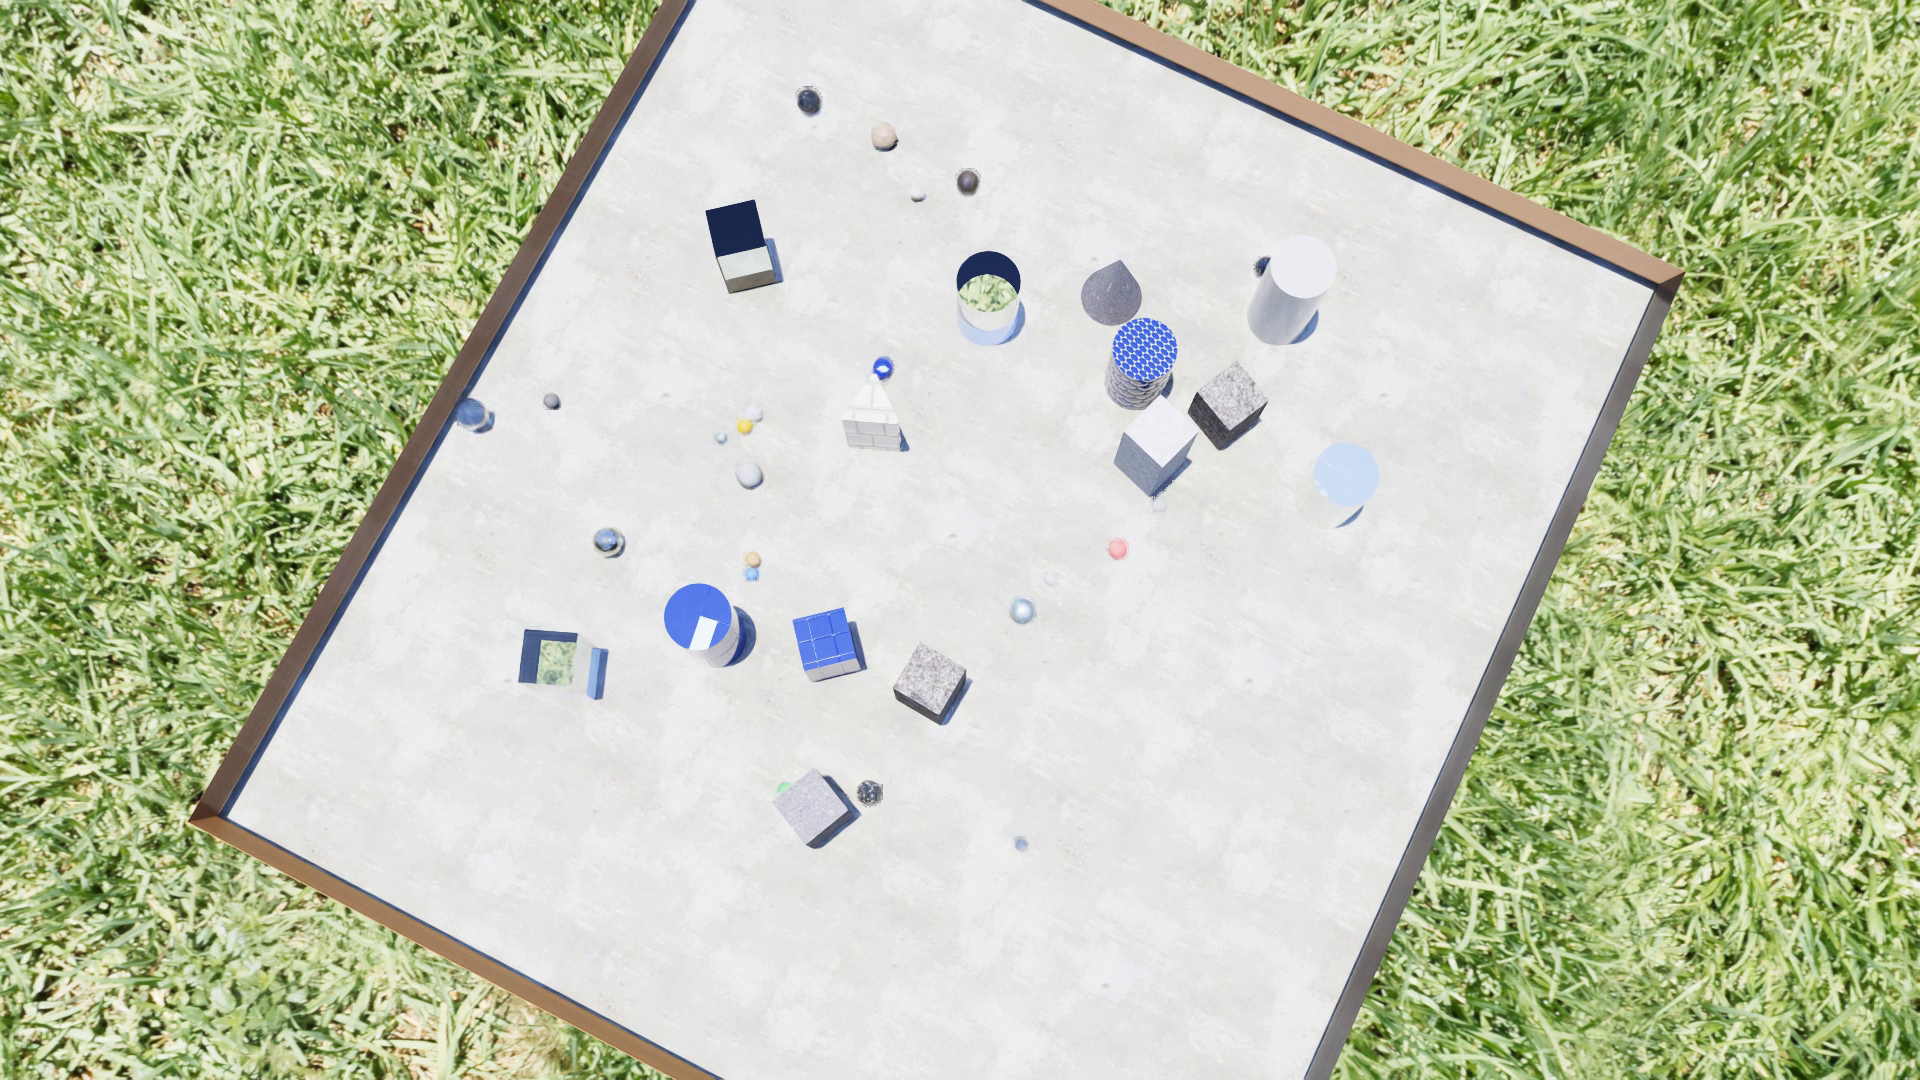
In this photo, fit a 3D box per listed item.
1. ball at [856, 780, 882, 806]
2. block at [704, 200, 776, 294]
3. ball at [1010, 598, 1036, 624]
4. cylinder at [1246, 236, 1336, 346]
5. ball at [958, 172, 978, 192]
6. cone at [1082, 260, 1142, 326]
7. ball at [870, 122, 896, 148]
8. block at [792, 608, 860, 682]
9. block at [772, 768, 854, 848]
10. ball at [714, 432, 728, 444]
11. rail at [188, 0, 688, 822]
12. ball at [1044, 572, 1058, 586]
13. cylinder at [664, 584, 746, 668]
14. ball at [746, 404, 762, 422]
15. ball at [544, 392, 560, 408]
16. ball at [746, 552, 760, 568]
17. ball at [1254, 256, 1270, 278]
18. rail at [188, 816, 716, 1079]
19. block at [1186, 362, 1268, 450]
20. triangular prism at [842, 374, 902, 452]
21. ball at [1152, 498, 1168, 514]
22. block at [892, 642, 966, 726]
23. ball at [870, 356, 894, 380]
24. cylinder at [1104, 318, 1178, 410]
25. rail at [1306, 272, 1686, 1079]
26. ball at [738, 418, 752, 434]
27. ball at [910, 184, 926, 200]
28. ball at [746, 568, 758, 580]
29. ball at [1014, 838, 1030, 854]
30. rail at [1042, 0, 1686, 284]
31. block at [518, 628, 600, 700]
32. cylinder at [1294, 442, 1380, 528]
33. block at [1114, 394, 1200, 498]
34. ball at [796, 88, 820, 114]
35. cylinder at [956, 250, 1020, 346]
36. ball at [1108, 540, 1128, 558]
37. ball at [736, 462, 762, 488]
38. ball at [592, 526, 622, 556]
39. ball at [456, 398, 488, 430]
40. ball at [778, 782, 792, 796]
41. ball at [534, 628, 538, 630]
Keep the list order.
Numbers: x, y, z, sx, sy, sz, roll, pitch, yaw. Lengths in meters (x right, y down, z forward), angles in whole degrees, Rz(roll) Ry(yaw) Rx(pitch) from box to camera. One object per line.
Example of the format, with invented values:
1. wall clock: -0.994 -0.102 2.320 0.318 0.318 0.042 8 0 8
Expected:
1. ball: -0.269 0.747 5.423 0.076 0.076 0.076 0 78 0
2. block: -0.672 -0.899 5.638 0.154 0.322 0.154 -13 79 -3
3. ball: 0.189 0.214 5.532 0.079 0.079 0.079 0 78 0
4. cylinder: 0.997 -0.749 5.541 0.193 0.451 0.193 0 78 0
5. ball: 0.025 -1.135 5.814 0.064 0.064 0.064 0 78 0
6. cone: 0.477 -0.801 5.610 0.193 0.336 0.193 0 78 0
7. ball: -0.243 -1.290 5.841 0.083 0.083 0.083 0 78 0
8. block: -0.392 0.312 5.417 0.154 0.264 0.154 -14 79 -3
9. block: -0.422 0.779 5.299 0.154 0.306 0.154 -39 81 -7
10. ball: -0.738 -0.316 5.661 0.040 0.040 0.040 0 78 0
11. rail: -1.437 -0.697 5.696 0.045 0.125 3.515 26 80 5
12. ball: 0.276 0.116 5.570 0.043 0.043 0.043 0 78 0
13. cylinder: -0.742 0.255 5.372 0.193 0.375 0.193 0 78 0
14. ball: -0.638 -0.393 5.671 0.053 0.053 0.053 0 78 0
15. ball: -1.266 -0.431 5.680 0.050 0.050 0.050 0 78 0
16. ball: -0.629 0.060 5.577 0.046 0.046 0.046 0 78 0
17. ball: 0.962 -0.856 5.758 0.070 0.070 0.070 0 78 0
18. rail: -0.775 1.525 5.236 3.261 0.125 0.045 26 80 5
19. block: 0.814 -0.406 5.577 0.154 0.241 0.154 -37 81 -7
20. triangular prism: -0.258 -0.386 5.529 0.167 0.328 0.145 5 78 1
21. ball: 0.610 -0.107 5.613 0.049 0.049 0.049 0 78 0
22. block: -0.087 0.424 5.377 0.154 0.298 0.154 30 80 6
23. ball: -0.241 -0.533 5.694 0.073 0.073 0.073 0 78 0
24. cylinder: 0.545 -0.530 5.558 0.193 0.328 0.193 0 78 0
25. rail: 1.437 0.710 5.405 0.045 0.125 3.515 26 80 5
26. ball: -0.665 -0.352 5.665 0.047 0.047 0.047 0 78 0
27. ball: -0.134 -1.104 5.819 0.051 0.051 0.051 0 78 0
28. ball: -0.633 0.103 5.574 0.041 0.041 0.041 0 78 0
29. ball: 0.182 0.901 5.406 0.046 0.046 0.046 0 78 0
30. rail: 0.775 -1.512 5.864 3.261 0.125 0.045 26 80 5
31. block: -1.171 0.368 5.371 0.154 0.331 0.154 4 78 1
32. cylinder: 1.126 -0.160 5.491 0.193 0.310 0.193 0 78 0
33. block: 0.582 -0.276 5.478 0.154 0.383 0.154 44 82 8
34. ball: -0.485 -1.404 5.867 0.078 0.078 0.078 0 78 0
35. cylinder: 0.085 -0.735 5.602 0.193 0.326 0.193 0 78 0
36. ball: 0.480 0.028 5.580 0.060 0.060 0.060 0 78 0
37. ball: -0.647 -0.201 5.617 0.080 0.080 0.080 0 78 0
38. ball: -1.072 0.005 5.569 0.092 0.092 0.092 0 78 0
39. ball: -1.497 -0.387 5.629 0.096 0.096 0.096 0 78 0
40. ball: -0.514 0.744 5.435 0.054 0.054 0.054 0 78 0
41. ball: -1.276 0.300 5.521 0.065 0.065 0.065 0 78 0
